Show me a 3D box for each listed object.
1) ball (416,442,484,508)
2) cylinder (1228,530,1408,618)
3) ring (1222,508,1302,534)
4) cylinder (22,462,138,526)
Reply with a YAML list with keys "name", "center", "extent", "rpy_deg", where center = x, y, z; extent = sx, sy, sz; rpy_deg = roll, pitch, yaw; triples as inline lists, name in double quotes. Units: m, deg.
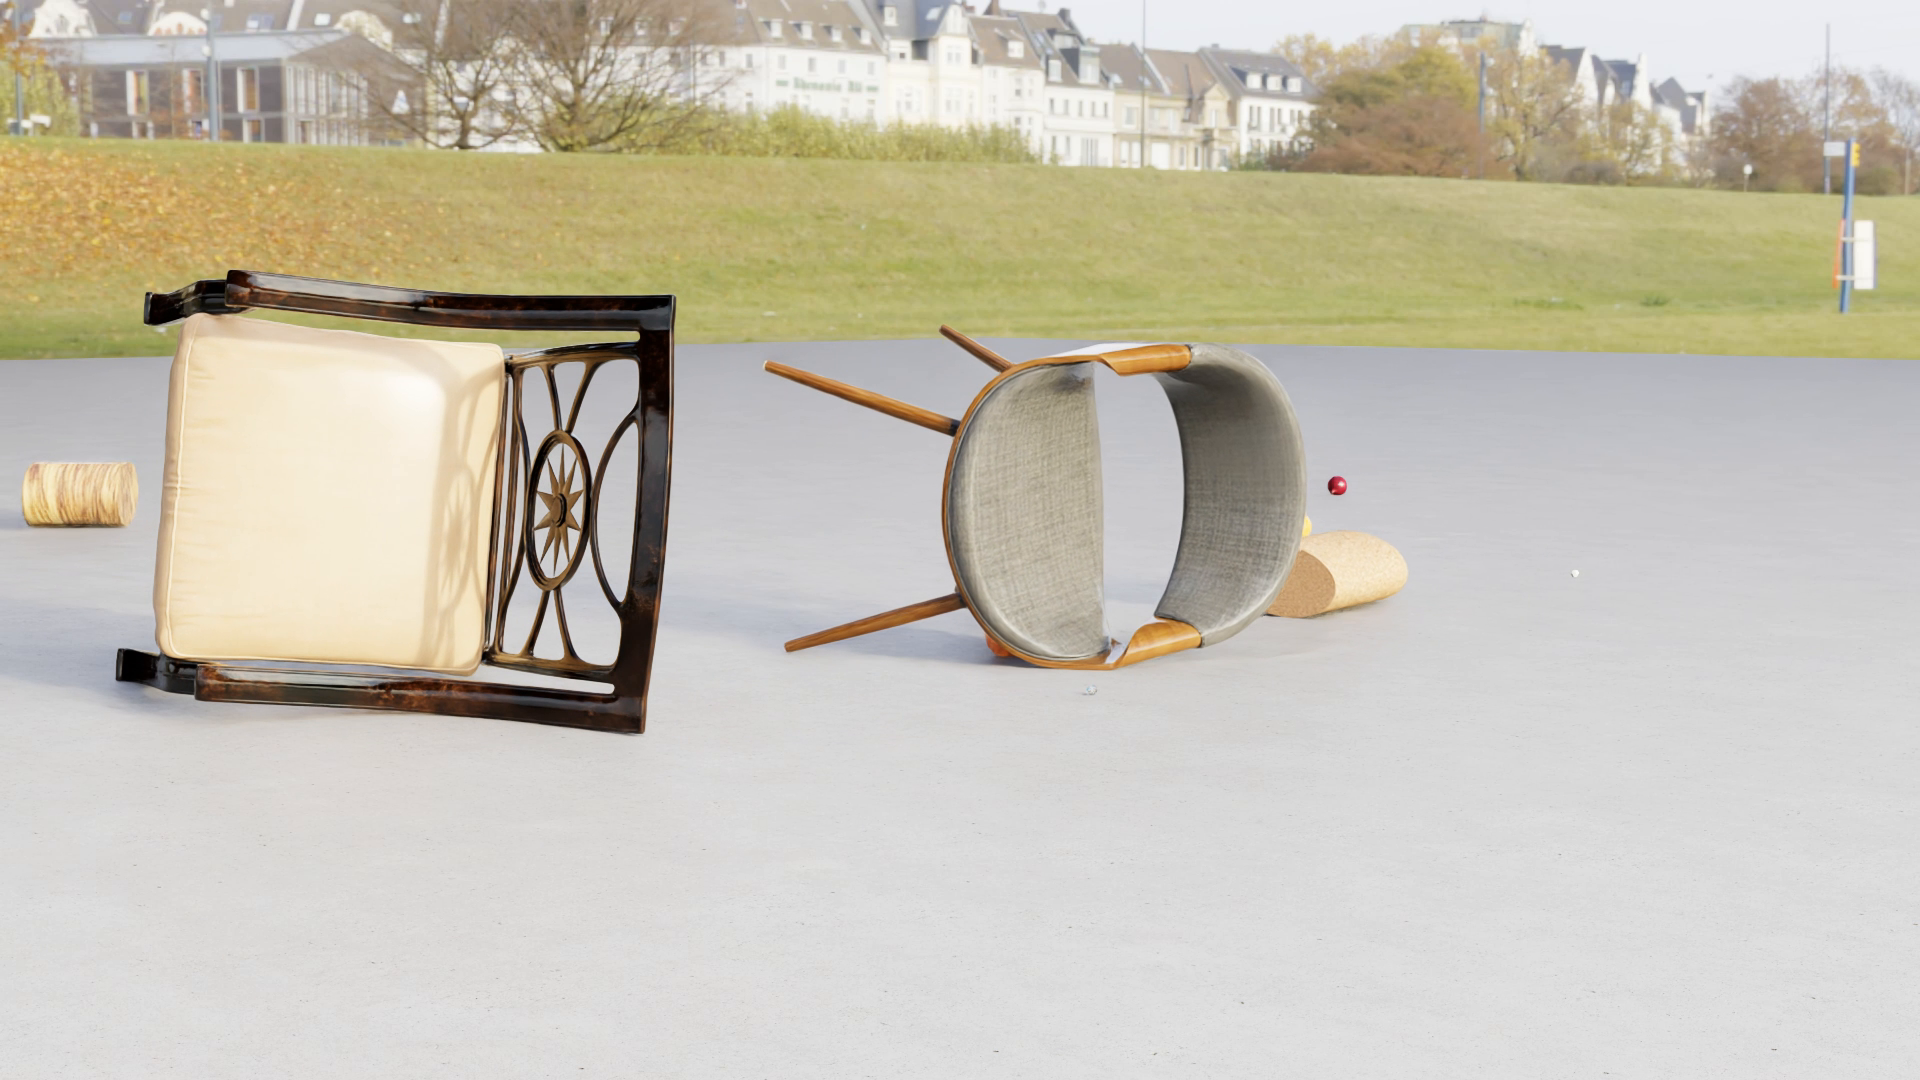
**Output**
- name: "ball"
  center: [-1.451, -0.187, 7.302]
  extent: [0.189, 0.189, 0.189]
  rpy_deg: [0, 6, 0]
- name: "cylinder"
  center: [0.712, 0.065, 5.084]
  extent: [0.235, 0.141, 0.312]
  rpy_deg: [12, 11, 34]
- name: "ring"
  center: [0.780, -0.047, 6.610]
  extent: [0.196, 0.055, 0.223]
  rpy_deg: [-5, 7, -32]
- name: "cylinder"
  center: [-2.318, -0.120, 6.765]
  extent: [0.245, 0.164, 0.207]
  rpy_deg: [0, 18, -3]
